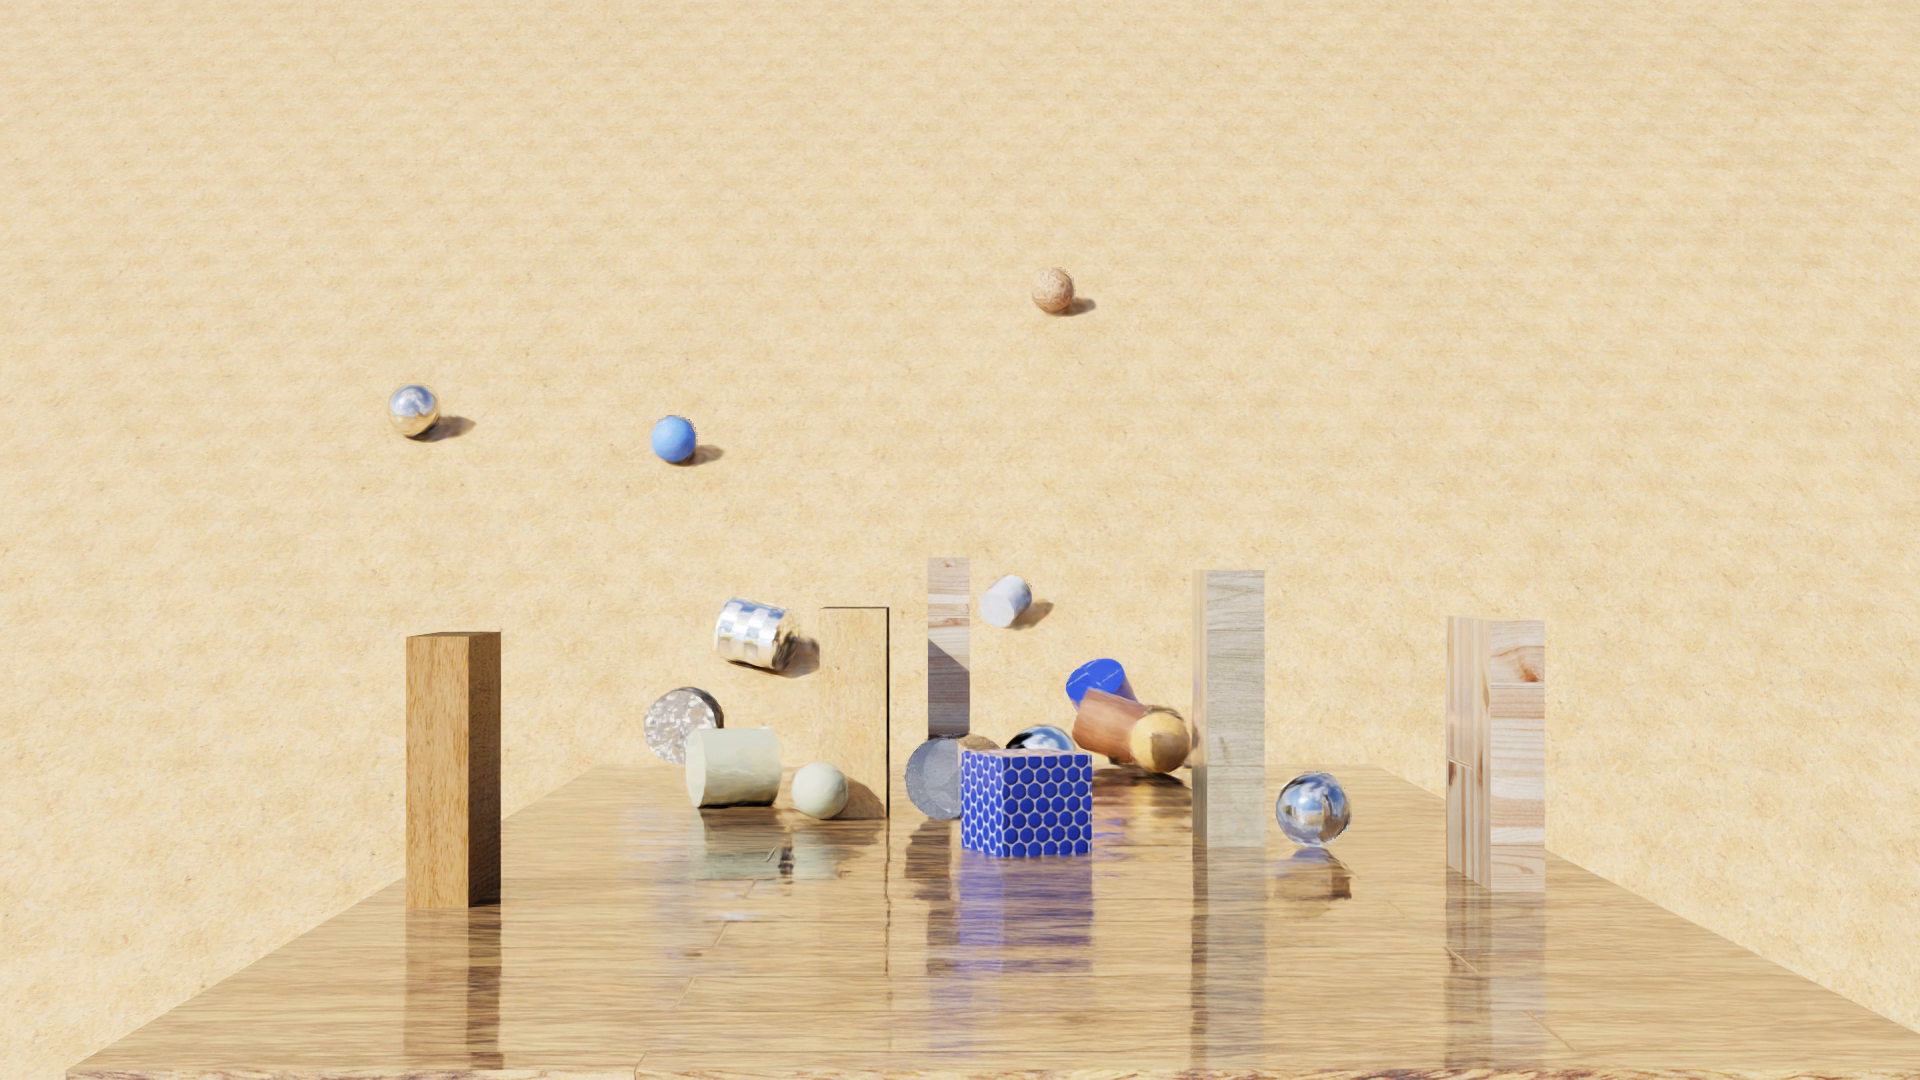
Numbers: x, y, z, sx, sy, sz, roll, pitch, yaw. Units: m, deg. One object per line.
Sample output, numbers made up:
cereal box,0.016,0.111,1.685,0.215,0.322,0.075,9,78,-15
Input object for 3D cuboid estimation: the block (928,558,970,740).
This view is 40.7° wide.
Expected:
block,-0.024,0.305,5.682,0.090,0.534,0.274,0,0,0

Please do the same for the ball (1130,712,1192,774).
ball,0.497,0.502,6.411,0.151,0.151,0.151,0,31,0

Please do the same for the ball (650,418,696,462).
ball,-0.908,-0.318,8.203,0.143,0.143,0.143,0,31,0

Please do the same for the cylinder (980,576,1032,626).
cylinder,0.131,0.175,7.414,0.111,0.111,0.111,16,32,25

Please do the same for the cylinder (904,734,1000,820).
cylinder,-0.006,0.487,5.358,0.165,0.165,0.165,14,5,21

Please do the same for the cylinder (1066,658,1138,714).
cylinder,0.387,0.431,6.896,0.163,0.163,0.163,-17,36,13

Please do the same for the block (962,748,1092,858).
block,0.120,0.476,4.718,0.178,0.178,0.178,0,0,-25

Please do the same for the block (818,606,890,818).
block,-0.221,0.356,5.447,0.138,0.428,0.257,0,0,0

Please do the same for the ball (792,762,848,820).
ball,-0.284,0.508,5.258,0.117,0.117,0.117,0,31,0

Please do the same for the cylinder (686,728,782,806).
cylinder,-0.489,0.488,5.574,0.166,0.166,0.166,0,29,-21

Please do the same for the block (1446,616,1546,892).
block,0.890,0.346,4.321,0.087,0.432,0.380,0,0,0

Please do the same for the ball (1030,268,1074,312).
ball,0.324,-0.881,9.123,0.154,0.154,0.154,0,31,0

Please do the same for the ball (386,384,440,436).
ball,-1.762,-0.419,8.344,0.169,0.169,0.169,0,31,0

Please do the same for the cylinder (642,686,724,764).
cylinder,-0.616,0.413,5.785,0.162,0.162,0.162,1,1,1

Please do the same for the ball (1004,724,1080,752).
ball,0.177,0.483,5.569,0.176,0.176,0.176,0,31,0

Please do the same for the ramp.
ramp,0.069,0.615,4.691,2.000,0.100,4.000,0,0,0

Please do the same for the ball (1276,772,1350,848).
ball,0.649,0.497,4.762,0.137,0.137,0.137,0,31,0

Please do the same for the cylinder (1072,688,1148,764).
cylinder,0.387,0.480,6.695,0.159,0.159,0.159,18,34,11

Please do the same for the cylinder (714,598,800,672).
cylinder,-0.565,0.262,7.211,0.174,0.174,0.174,12,33,20

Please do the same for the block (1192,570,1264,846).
block,0.508,0.312,4.923,0.107,0.510,0.299,0,0,0

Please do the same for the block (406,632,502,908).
block,-0.797,0.355,4.087,0.095,0.412,0.283,0,0,0
